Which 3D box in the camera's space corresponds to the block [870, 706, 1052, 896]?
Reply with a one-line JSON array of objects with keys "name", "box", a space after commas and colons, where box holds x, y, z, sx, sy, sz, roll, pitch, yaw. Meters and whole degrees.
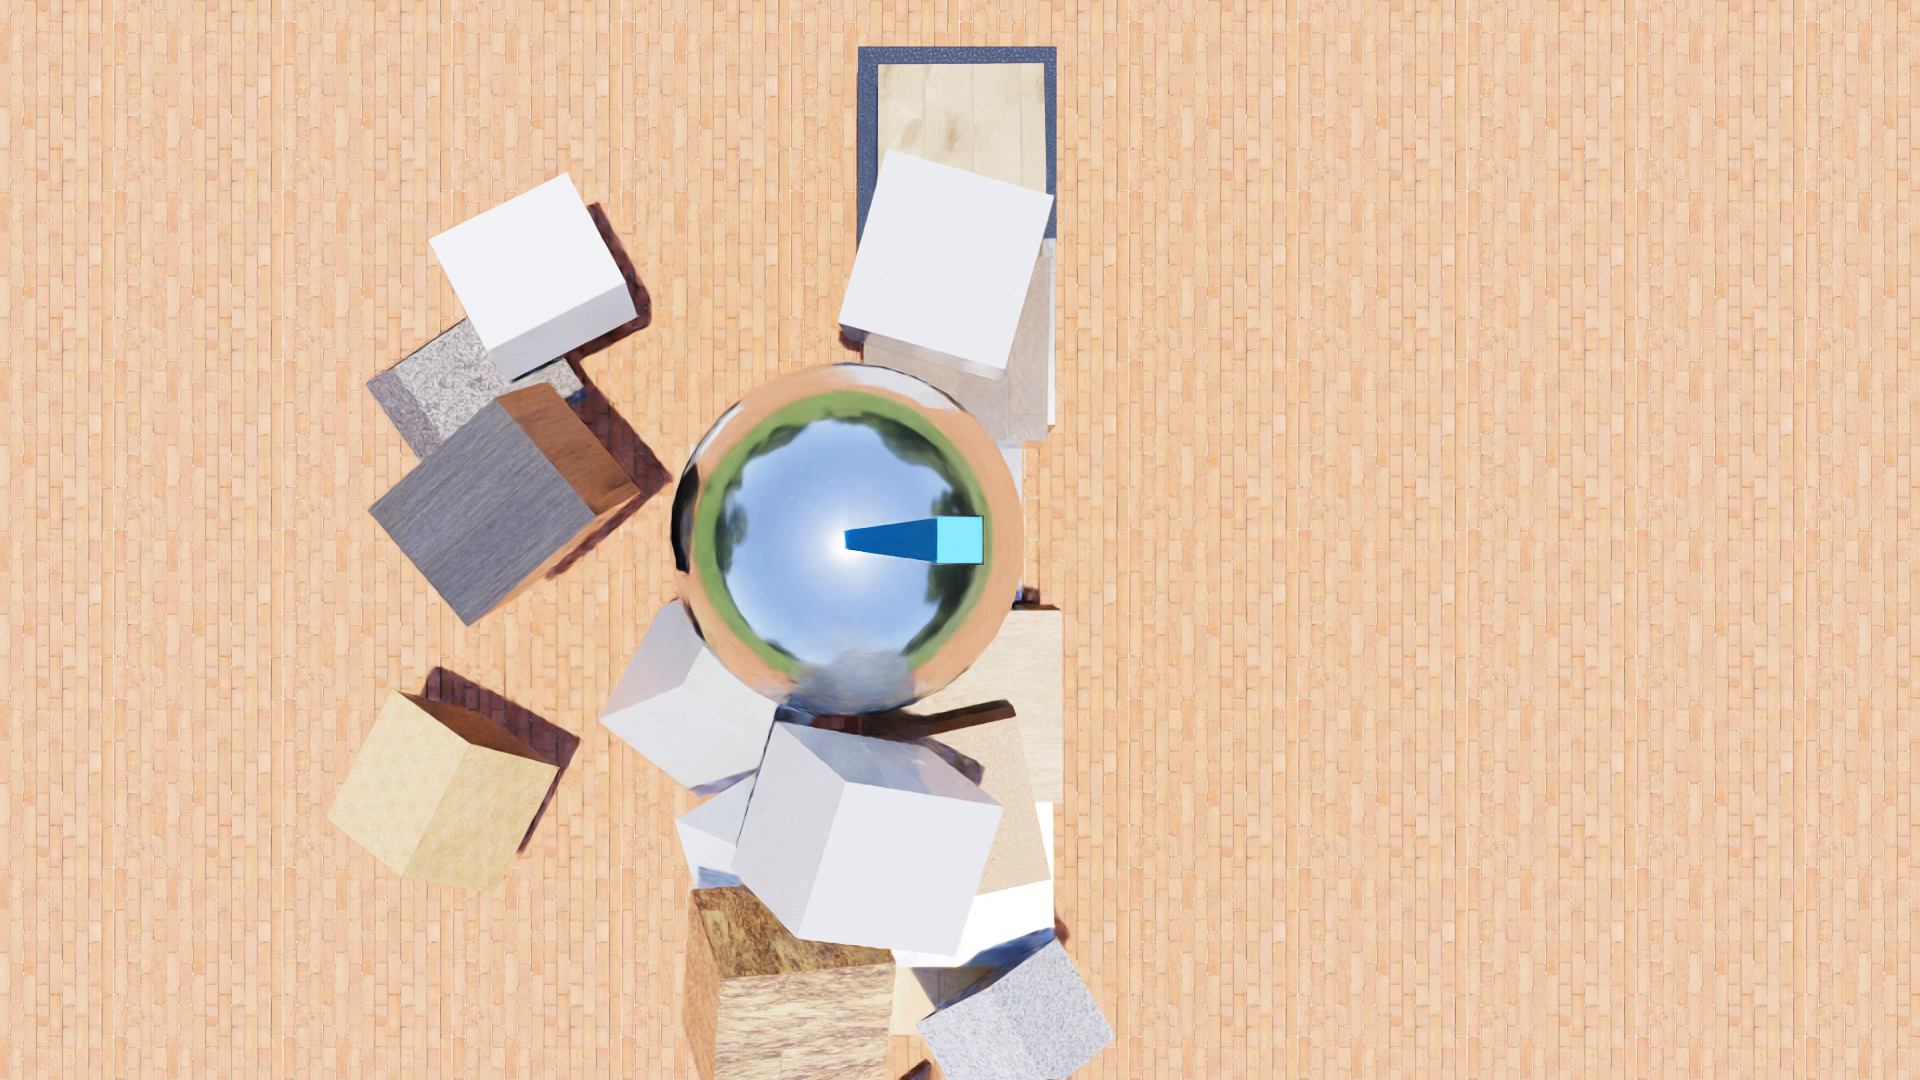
[{"name": "block", "box": [-0.018, 1.320, 10.888, 0.768, 0.692, 0.800, -12, 90, 0]}]

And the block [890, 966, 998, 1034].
[{"name": "block", "box": [0.017, 2.315, 12.533, 0.830, 0.935, 0.800, 0, 90, 0]}]

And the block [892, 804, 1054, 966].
[{"name": "block", "box": [0.003, 1.782, 11.663, 0.943, 0.816, 0.833, 0, 87, 0]}]

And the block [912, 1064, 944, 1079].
[{"name": "block", "box": [-0.229, 3.522, 12.713, 0.624, 0.574, 0.602, -38, 90, 0]}]

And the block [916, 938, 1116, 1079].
[{"name": "block", "box": [0.277, 2.430, 10.884, 0.570, 0.591, 0.569, -35, 83, 39]}]

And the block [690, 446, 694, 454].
[{"name": "block", "box": [-0.770, -0.067, 11.697, 0.931, 0.994, 0.835, 1, 91, 28]}]

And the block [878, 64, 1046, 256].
[{"name": "block", "box": [0.009, -1.990, 11.618, 0.855, 0.742, 0.762, 0, 73, 0]}]

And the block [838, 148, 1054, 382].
[{"name": "block", "box": [-0.061, -1.296, 10.566, 0.798, 0.893, 0.830, 16, 91, 0]}]

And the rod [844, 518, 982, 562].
[{"name": "rod", "box": [-0.219, 0.000, 6.515, 0.080, 5.200, 0.080, 0, 90, -5]}]

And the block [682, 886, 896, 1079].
[{"name": "block", "box": [-0.786, 2.045, 9.927, 0.782, 0.688, 0.730, -2, 115, -18]}]

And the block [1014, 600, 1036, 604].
[{"name": "block", "box": [-0.010, 0.744, 12.615, 0.868, 0.770, 0.782, 0, 90, 0]}]

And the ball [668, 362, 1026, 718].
[{"name": "ball", "box": [-0.506, 0.000, 9.903, 1.600, 1.600, 1.600, 0, 90, 0]}]

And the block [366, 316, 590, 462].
[{"name": "block", "box": [-2.729, -0.848, 12.426, 0.832, 0.698, 0.727, -39, 104, -24]}]

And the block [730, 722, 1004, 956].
[{"name": "block", "box": [-0.416, 1.302, 9.608, 0.787, 0.743, 0.701, 13, 99, -31]}]

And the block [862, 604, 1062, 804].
[{"name": "block", "box": [0.010, 0.855, 11.732, 1.024, 0.996, 0.984, 0, 90, 0]}]

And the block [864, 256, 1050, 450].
[{"name": "block", "box": [-0.018, -0.963, 11.455, 0.927, 0.881, 0.925, 1, 90, 0]}]

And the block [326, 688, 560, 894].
[{"name": "block", "box": [-2.784, 1.361, 11.867, 0.678, 0.715, 0.776, 27, 90, 34]}]

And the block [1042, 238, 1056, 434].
[{"name": "block", "box": [0.015, -1.129, 12.449, 1.012, 1.101, 1.007, 0, 90, 0]}]

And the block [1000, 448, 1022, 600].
[{"name": "block", "box": [-0.225, -0.134, 12.447, 0.898, 0.797, 0.957, 0, 90, 26]}]

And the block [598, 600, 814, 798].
[{"name": "block", "box": [-1.215, 0.744, 11.224, 0.704, 0.801, 0.748, 41, 52, -22]}]

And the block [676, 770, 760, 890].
[{"name": "block", "box": [-0.879, 1.541, 10.564, 0.605, 0.598, 0.621, -29, 116, -34]}]

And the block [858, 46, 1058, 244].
[{"name": "block", "box": [-0.014, -2.178, 12.542, 1.094, 0.916, 1.072, 0, 90, 0]}]

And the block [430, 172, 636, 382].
[{"name": "block", "box": [-2.260, -1.389, 11.722, 0.794, 0.645, 0.671, -28, 82, -7]}]

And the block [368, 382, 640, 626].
[{"name": "block", "box": [-2.146, -0.188, 10.455, 0.818, 0.810, 0.707, -39, 93, 11]}]
